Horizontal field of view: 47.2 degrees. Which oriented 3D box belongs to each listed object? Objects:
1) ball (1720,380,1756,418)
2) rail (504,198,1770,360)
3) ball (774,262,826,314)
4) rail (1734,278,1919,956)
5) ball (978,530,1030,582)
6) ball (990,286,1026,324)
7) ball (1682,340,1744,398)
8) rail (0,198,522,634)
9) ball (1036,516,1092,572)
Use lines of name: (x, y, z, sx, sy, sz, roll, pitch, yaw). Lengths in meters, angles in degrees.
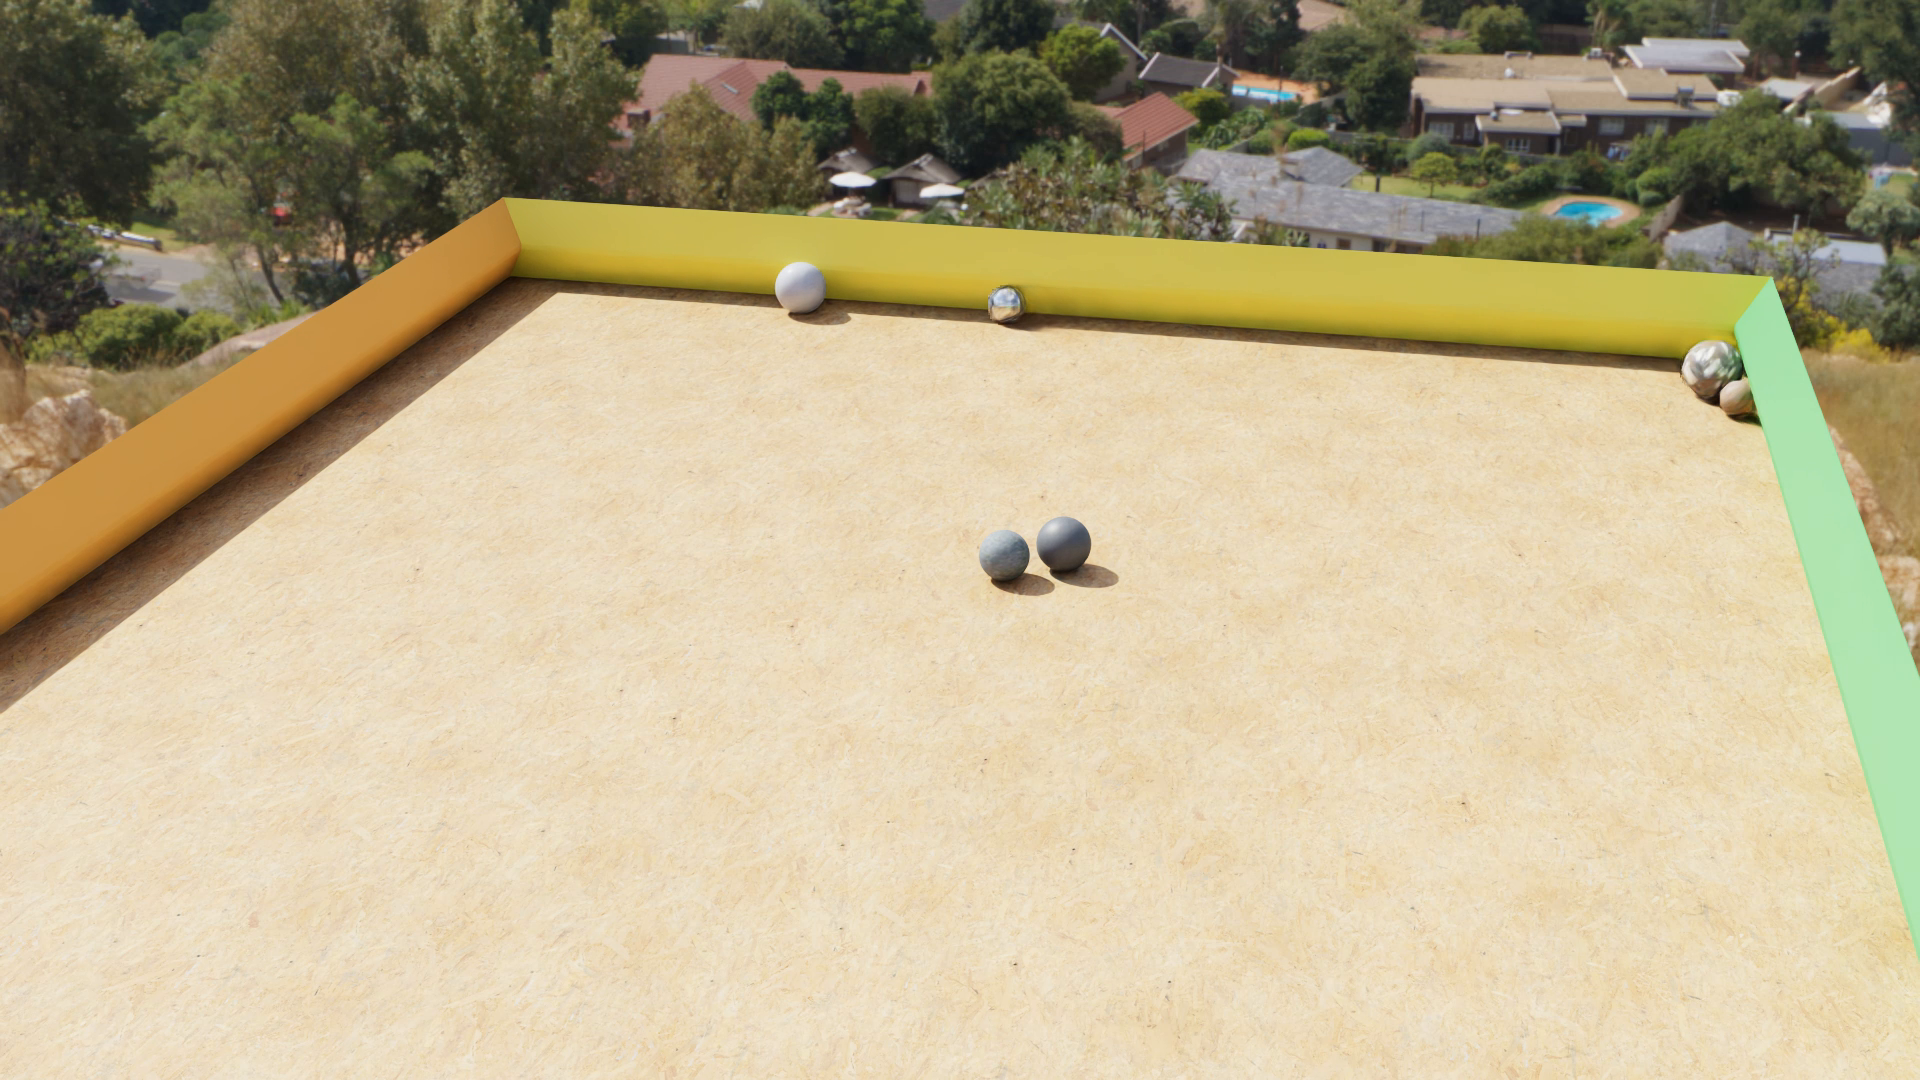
ball: (1.011, -0.183, 2.855, 0.048, 0.048, 0.048, 0, 24, 0)
rail: (0.198, -0.378, 3.199, 1.862, 0.124, 0.045, 5, 24, 12)
ball: (-0.235, -0.373, 3.249, 0.076, 0.076, 0.076, 0, 24, 0)
rail: (0.681, 0.411, 1.412, 0.045, 0.124, 3.639, 5, 24, 12)
ball: (0.048, 0.017, 2.392, 0.056, 0.056, 0.056, 0, 24, 0)
ball: (0.069, -0.343, 3.211, 0.054, 0.054, 0.054, 0, 24, 0)
ball: (0.999, -0.227, 2.918, 0.077, 0.077, 0.077, 0, 24, 0)
rail: (-1.088, 0.247, 1.783, 0.045, 0.124, 3.639, 5, 24, 12)
ball: (0.114, 0.005, 2.413, 0.061, 0.061, 0.061, 0, 24, 0)
